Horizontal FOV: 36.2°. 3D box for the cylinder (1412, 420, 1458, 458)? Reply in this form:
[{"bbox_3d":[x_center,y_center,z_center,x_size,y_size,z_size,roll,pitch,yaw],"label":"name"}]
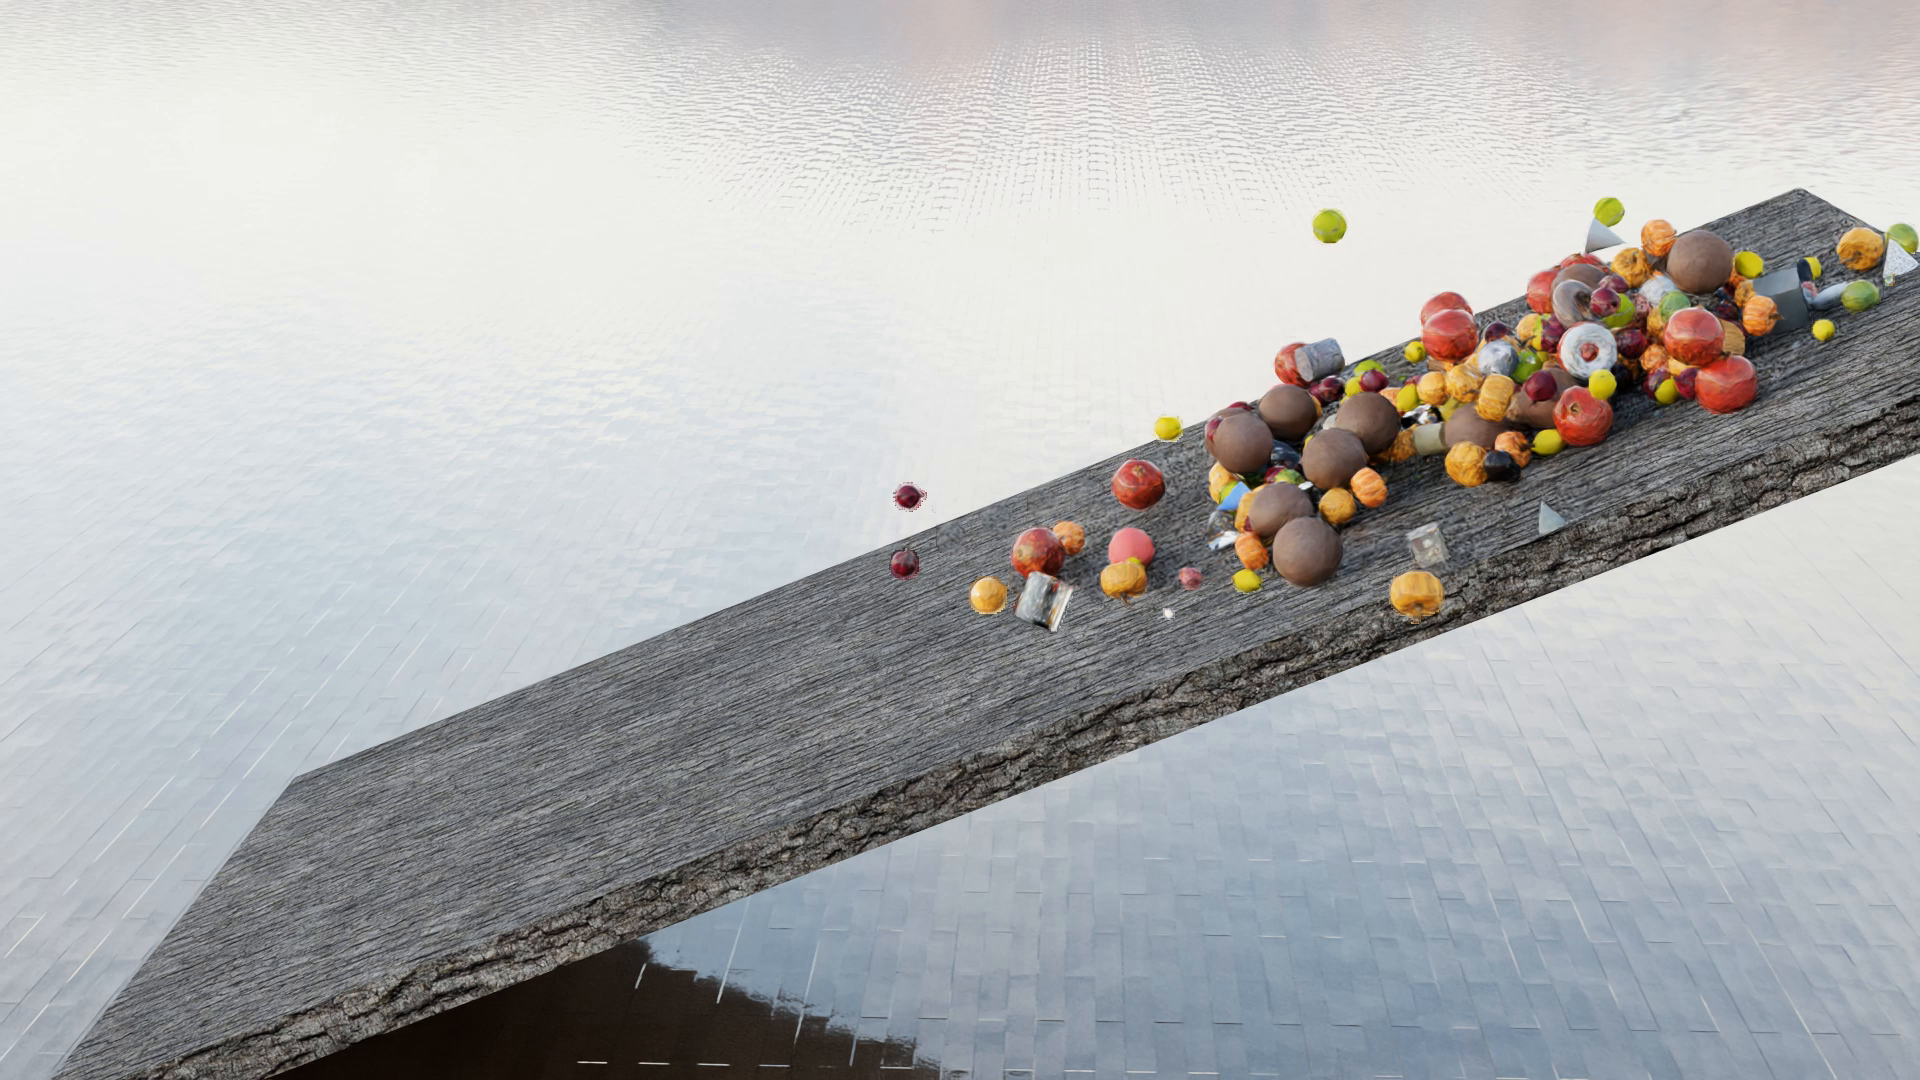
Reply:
[{"bbox_3d":[0.953,-0.203,5.900,0.063,0.063,0.063,-12,-9,-39],"label":"cylinder"}]

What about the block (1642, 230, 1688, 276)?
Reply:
[{"bbox_3d":[1.462,-0.594,6.102,0.057,0.057,0.057,27,35,-40],"label":"block"}]

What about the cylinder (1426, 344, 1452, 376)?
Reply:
[{"bbox_3d":[1.081,-0.407,6.635,0.050,0.050,0.050,5,48,20],"label":"cylinder"}]

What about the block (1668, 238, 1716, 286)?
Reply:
[{"bbox_3d":[1.523,-0.581,6.160,0.069,0.069,0.069,-41,21,-13],"label":"block"}]

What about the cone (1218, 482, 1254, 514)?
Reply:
[{"bbox_3d":[0.562,-0.075,6.098,0.071,0.071,0.071,-22,22,-22],"label":"cone"}]

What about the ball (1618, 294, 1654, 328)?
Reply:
[{"bbox_3d":[1.356,-0.459,5.905,0.070,0.070,0.070,0,14,0],"label":"ball"}]

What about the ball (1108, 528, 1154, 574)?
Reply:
[{"bbox_3d":[0.353,0.022,6.057,0.095,0.095,0.095,0,14,0],"label":"ball"}]

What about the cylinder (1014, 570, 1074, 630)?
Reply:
[{"bbox_3d":[0.167,0.121,5.880,0.091,0.091,0.091,22,8,-3],"label":"cylinder"}]

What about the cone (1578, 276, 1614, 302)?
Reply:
[{"bbox_3d":[1.351,-0.516,6.222,0.079,0.079,0.079,6,15,41],"label":"cone"}]

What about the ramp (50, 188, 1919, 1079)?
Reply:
[{"bbox_3d":[0.126,0.172,6.289,4.000,0.100,2.000,-21,12,7],"label":"ramp"}]

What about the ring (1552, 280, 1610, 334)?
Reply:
[{"bbox_3d":[1.254,-0.461,5.941,0.141,0.141,0.047,-15,-18,-45],"label":"ring"}]

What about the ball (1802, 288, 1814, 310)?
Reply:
[{"bbox_3d":[1.681,-0.479,5.887,0.054,0.054,0.054,0,14,0],"label":"ball"}]

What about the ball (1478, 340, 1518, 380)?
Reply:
[{"bbox_3d":[1.073,-0.358,5.866,0.081,0.081,0.081,0,14,0],"label":"ball"}]

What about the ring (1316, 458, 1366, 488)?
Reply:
[{"bbox_3d":[0.787,-0.137,6.087,0.110,0.037,0.110,-20,10,4],"label":"ring"}]

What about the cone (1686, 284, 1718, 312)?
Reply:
[{"bbox_3d":[1.524,-0.509,6.011,0.064,0.064,0.064,6,33,24],"label":"cone"}]

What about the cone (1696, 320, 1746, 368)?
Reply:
[{"bbox_3d":[1.497,-0.374,5.795,0.097,0.097,0.097,4,-9,14],"label":"cone"}]

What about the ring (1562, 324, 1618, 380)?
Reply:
[{"bbox_3d":[1.224,-0.366,5.720,0.110,0.110,0.037,0,9,0],"label":"ring"}]

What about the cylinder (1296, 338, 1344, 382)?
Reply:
[{"bbox_3d":[0.806,-0.404,6.589,0.081,0.081,0.081,-19,19,-15],"label":"cylinder"}]

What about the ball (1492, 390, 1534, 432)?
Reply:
[{"bbox_3d":[1.111,-0.258,5.903,0.083,0.083,0.083,0,14,0],"label":"ball"}]

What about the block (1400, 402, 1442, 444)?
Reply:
[{"bbox_3d":[0.970,-0.245,6.165,0.059,0.059,0.059,-12,16,40],"label":"block"}]

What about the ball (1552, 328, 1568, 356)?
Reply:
[{"bbox_3d":[1.246,-0.406,6.047,0.059,0.059,0.059,0,14,0],"label":"ball"}]

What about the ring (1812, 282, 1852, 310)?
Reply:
[{"bbox_3d":[1.733,-0.485,5.842,0.084,0.028,0.084,-23,-10,-4],"label":"ring"}]

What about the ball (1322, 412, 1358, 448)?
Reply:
[{"bbox_3d":[0.821,-0.237,6.359,0.076,0.076,0.076,0,14,0],"label":"ball"}]

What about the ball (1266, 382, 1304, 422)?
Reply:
[{"bbox_3d":[0.751,-0.319,6.806,0.090,0.090,0.090,0,14,0],"label":"ball"}]

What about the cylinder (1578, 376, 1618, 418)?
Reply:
[{"bbox_3d":[1.230,-0.276,5.670,0.060,0.060,0.060,9,29,31],"label":"cylinder"}]

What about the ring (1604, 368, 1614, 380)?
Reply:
[{"bbox_3d":[1.294,-0.351,6.005,0.089,0.030,0.089,16,30,-9],"label":"ring"}]

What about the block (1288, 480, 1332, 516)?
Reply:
[{"bbox_3d":[0.711,-0.086,5.970,0.053,0.053,0.053,-27,13,-16],"label":"block"}]

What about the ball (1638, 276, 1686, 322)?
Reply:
[{"bbox_3d":[1.456,-0.501,6.104,0.095,0.095,0.095,0,14,0],"label":"ball"}]

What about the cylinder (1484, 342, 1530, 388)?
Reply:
[{"bbox_3d":[1.172,-0.376,6.320,0.075,0.075,0.075,10,30,35],"label":"cylinder"}]

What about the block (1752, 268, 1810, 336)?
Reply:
[{"bbox_3d":[1.624,-0.471,5.813,0.086,0.086,0.086,-15,29,19],"label":"block"}]

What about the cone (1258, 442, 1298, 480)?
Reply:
[{"bbox_3d":[0.680,-0.156,6.355,0.090,0.090,0.090,-1,-18,-5],"label":"cone"}]

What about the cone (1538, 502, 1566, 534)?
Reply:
[{"bbox_3d":[1.039,-0.047,5.206,0.053,0.053,0.053,-22,12,5],"label":"cone"}]

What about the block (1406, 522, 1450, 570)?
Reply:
[{"bbox_3d":[0.843,0.010,5.299,0.058,0.058,0.058,-23,12,8],"label":"block"}]

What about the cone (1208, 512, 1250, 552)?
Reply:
[{"bbox_3d":[0.556,-0.017,5.991,0.081,0.081,0.081,2,13,-15],"label":"cone"}]

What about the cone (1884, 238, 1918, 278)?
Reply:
[{"bbox_3d":[1.876,-0.575,5.900,0.072,0.072,0.072,-22,12,5],"label":"cone"}]

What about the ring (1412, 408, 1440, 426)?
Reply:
[{"bbox_3d":[0.951,-0.241,5.958,0.078,0.026,0.078,36,1,-1],"label":"ring"}]

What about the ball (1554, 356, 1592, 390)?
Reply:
[{"bbox_3d":[1.242,-0.343,5.941,0.082,0.082,0.082,0,14,0],"label":"ball"}]
